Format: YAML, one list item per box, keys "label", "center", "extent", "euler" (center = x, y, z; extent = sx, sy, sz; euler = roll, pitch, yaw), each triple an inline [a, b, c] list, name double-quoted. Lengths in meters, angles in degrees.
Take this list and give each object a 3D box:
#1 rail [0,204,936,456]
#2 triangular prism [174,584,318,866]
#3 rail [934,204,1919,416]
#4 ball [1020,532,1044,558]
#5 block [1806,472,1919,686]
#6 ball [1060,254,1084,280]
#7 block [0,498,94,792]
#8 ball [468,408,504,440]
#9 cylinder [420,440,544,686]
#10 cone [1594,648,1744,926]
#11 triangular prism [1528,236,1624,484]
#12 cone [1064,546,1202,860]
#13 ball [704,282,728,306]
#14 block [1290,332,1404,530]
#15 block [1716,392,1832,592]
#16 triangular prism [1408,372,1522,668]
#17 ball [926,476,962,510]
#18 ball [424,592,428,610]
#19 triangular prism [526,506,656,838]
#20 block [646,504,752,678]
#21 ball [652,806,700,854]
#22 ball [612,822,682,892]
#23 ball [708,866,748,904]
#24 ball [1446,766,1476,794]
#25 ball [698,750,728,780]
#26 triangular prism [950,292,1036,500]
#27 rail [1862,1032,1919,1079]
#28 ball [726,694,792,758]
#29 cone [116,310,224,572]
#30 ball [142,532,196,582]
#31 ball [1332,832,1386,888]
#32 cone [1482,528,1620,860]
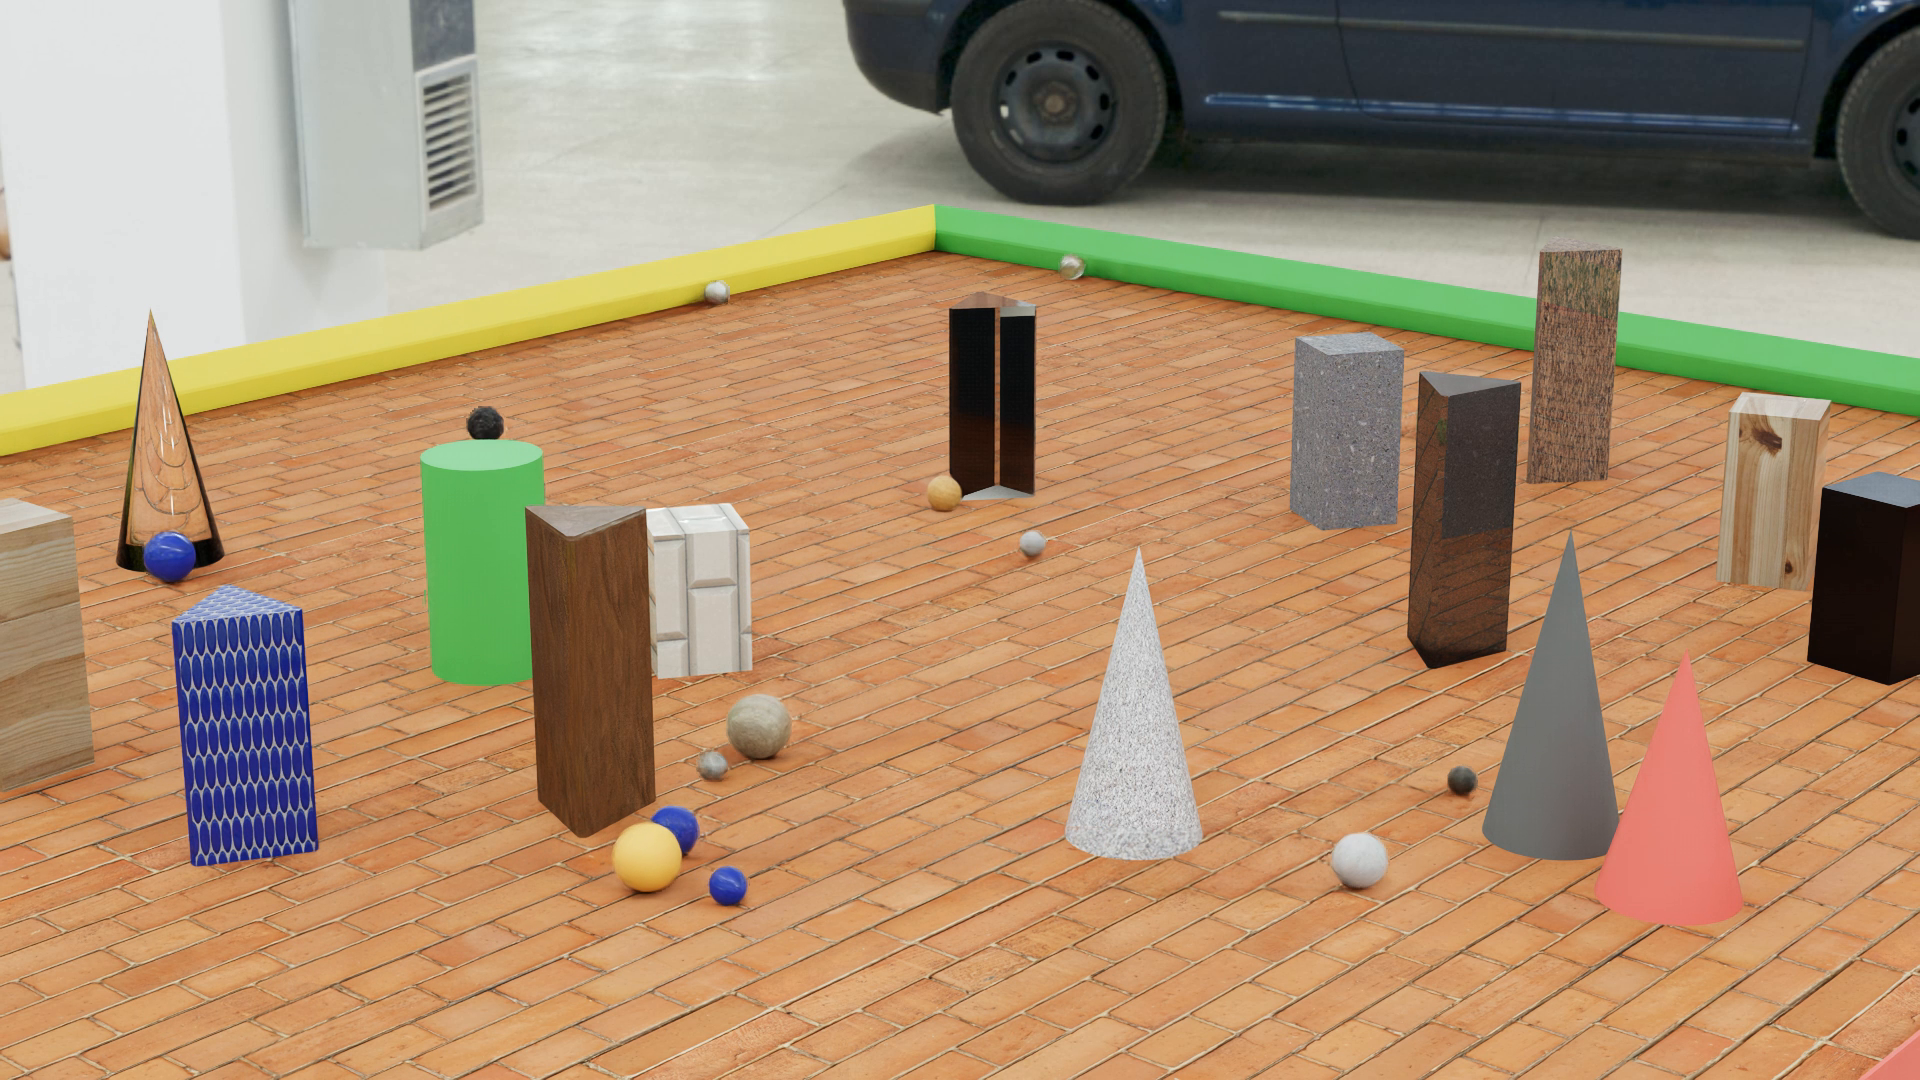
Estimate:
- label: "rail"
  center: [-1.558, -0.359, 6.415]
  extent: [0.045, 0.125, 4.589]
  euler: [14, 22, 39]
- label: "triangular prism"
  center: [-0.986, 0.248, 4.020]
  extent: [0.167, 0.348, 0.145]
  euler: [-6, 18, -18]
- label: "rail"
  center: [1.489, -0.464, 6.762]
  extent: [4.173, 0.125, 0.045]
  euler: [14, 22, 39]
- label: "ball"
  center: [0.131, 0.008, 5.336]
  extent: [0.047, 0.047, 0.047]
  euler: [0, 17, 0]
- label: "block"
  center: [1.491, 0.060, 4.735]
  extent: [0.154, 0.295, 0.154]
  euler: [-13, 21, -38]
- label: "ball"
  center: [0.295, -0.717, 7.709]
  extent: [0.065, 0.065, 0.065]
  euler: [0, 17, 0]
- label: "block"
  center: [-1.391, 0.151, 4.283]
  extent: [0.154, 0.382, 0.154]
  euler: [14, 21, 38]
- label: "ball"
  center: [-0.987, -0.238, 6.103]
  extent: [0.075, 0.075, 0.075]
  euler: [0, 17, 0]
- label: "cylinder"
  center: [-0.761, 0.034, 4.716]
  extent: [0.193, 0.356, 0.193]
  euler: [0, 17, 0]
- label: "cone"
  center: [0.938, 0.304, 3.834]
  extent: [0.193, 0.348, 0.193]
  euler: [0, 17, 0]
- label: "triangular prism"
  center: [1.196, -0.360, 5.830]
  extent: [0.167, 0.466, 0.145]
  euler: [-3, 17, -9]
- label: "cone"
  center: [0.242, 0.208, 4.029]
  extent: [0.193, 0.421, 0.193]
  euler: [0, 17, 0]
- label: "ball"
  center: [-0.617, -0.624, 7.407]
  extent: [0.060, 0.060, 0.060]
  euler: [0, 17, 0]
- label: "block"
  center: [0.730, -0.207, 5.546]
  extent: [0.154, 0.338, 0.154]
  euler: [-5, 17, -16]
- label: "block"
  center: [1.442, -0.087, 5.197]
  extent: [0.154, 0.310, 0.154]
  euler: [7, 18, 22]
- label: "triangular prism"
  center: [0.792, -0.040, 4.789]
  extent: [0.167, 0.455, 0.145]
  euler: [-11, 20, -32]
- label: "ball"
  center: [-0.031, -0.090, 5.626]
  extent: [0.067, 0.067, 0.067]
  euler: [0, 17, 0]
- label: "ball"
  center: [-0.882, 0.103, 4.999]
  extent: [0.061, 0.061, 0.061]
  euler: [0, 17, 0]
- label: "triangular prism"
  center: [-0.543, 0.173, 4.113]
  extent: [0.145, 0.438, 0.167]
  euler: [10, 19, 30]
- label: "block"
  center: [-0.432, 0.081, 4.762]
  extent: [0.154, 0.239, 0.154]
  euler: [-5, 17, -15]
- label: "ball"
  center: [-0.390, 0.397, 4.009]
  extent: [0.069, 0.069, 0.069]
  euler: [0, 17, 0]
- label: "ball"
  center: [-0.416, 0.421, 3.892]
  extent: [0.092, 0.092, 0.092]
  euler: [0, 17, 0]
- label: "ball"
  center: [-0.305, 0.454, 3.853]
  extent: [0.051, 0.051, 0.051]
  euler: [0, 17, 0]
- label: "ball"
  center: [0.723, 0.346, 4.226]
  extent: [0.042, 0.042, 0.042]
  euler: [0, 17, 0]
- label: "ball"
  center: [-0.361, 0.329, 4.278]
  extent: [0.044, 0.044, 0.044]
  euler: [0, 17, 0]
- label: "triangular prism"
  center: [0.051, -0.283, 5.725]
  extent: [0.167, 0.381, 0.145]
  euler: [-3, 17, -10]
- label: "rail"
  center: [1.558, 0.422, 3.826]
  extent: [0.045, 0.125, 4.589]
  euler: [14, 22, 39]
- label: "ball"
  center: [-0.299, 0.276, 4.362]
  extent: [0.096, 0.096, 0.096]
  euler: [0, 17, 0]
- label: "cone"
  center: [-1.438, -0.192, 5.275]
  extent: [0.193, 0.465, 0.193]
  euler: [0, 17, 0]
- label: "ball"
  center: [-1.400, 0.029, 5.192]
  extent: [0.090, 0.090, 0.090]
  euler: [0, 17, 0]
- label: "ball"
  center: [0.531, 0.427, 3.904]
  extent: [0.074, 0.074, 0.074]
  euler: [0, 17, 0]
- label: "cone"
  center: [0.826, 0.196, 4.024]
  extent: [0.193, 0.445, 0.193]
  euler: [0, 17, 0]
